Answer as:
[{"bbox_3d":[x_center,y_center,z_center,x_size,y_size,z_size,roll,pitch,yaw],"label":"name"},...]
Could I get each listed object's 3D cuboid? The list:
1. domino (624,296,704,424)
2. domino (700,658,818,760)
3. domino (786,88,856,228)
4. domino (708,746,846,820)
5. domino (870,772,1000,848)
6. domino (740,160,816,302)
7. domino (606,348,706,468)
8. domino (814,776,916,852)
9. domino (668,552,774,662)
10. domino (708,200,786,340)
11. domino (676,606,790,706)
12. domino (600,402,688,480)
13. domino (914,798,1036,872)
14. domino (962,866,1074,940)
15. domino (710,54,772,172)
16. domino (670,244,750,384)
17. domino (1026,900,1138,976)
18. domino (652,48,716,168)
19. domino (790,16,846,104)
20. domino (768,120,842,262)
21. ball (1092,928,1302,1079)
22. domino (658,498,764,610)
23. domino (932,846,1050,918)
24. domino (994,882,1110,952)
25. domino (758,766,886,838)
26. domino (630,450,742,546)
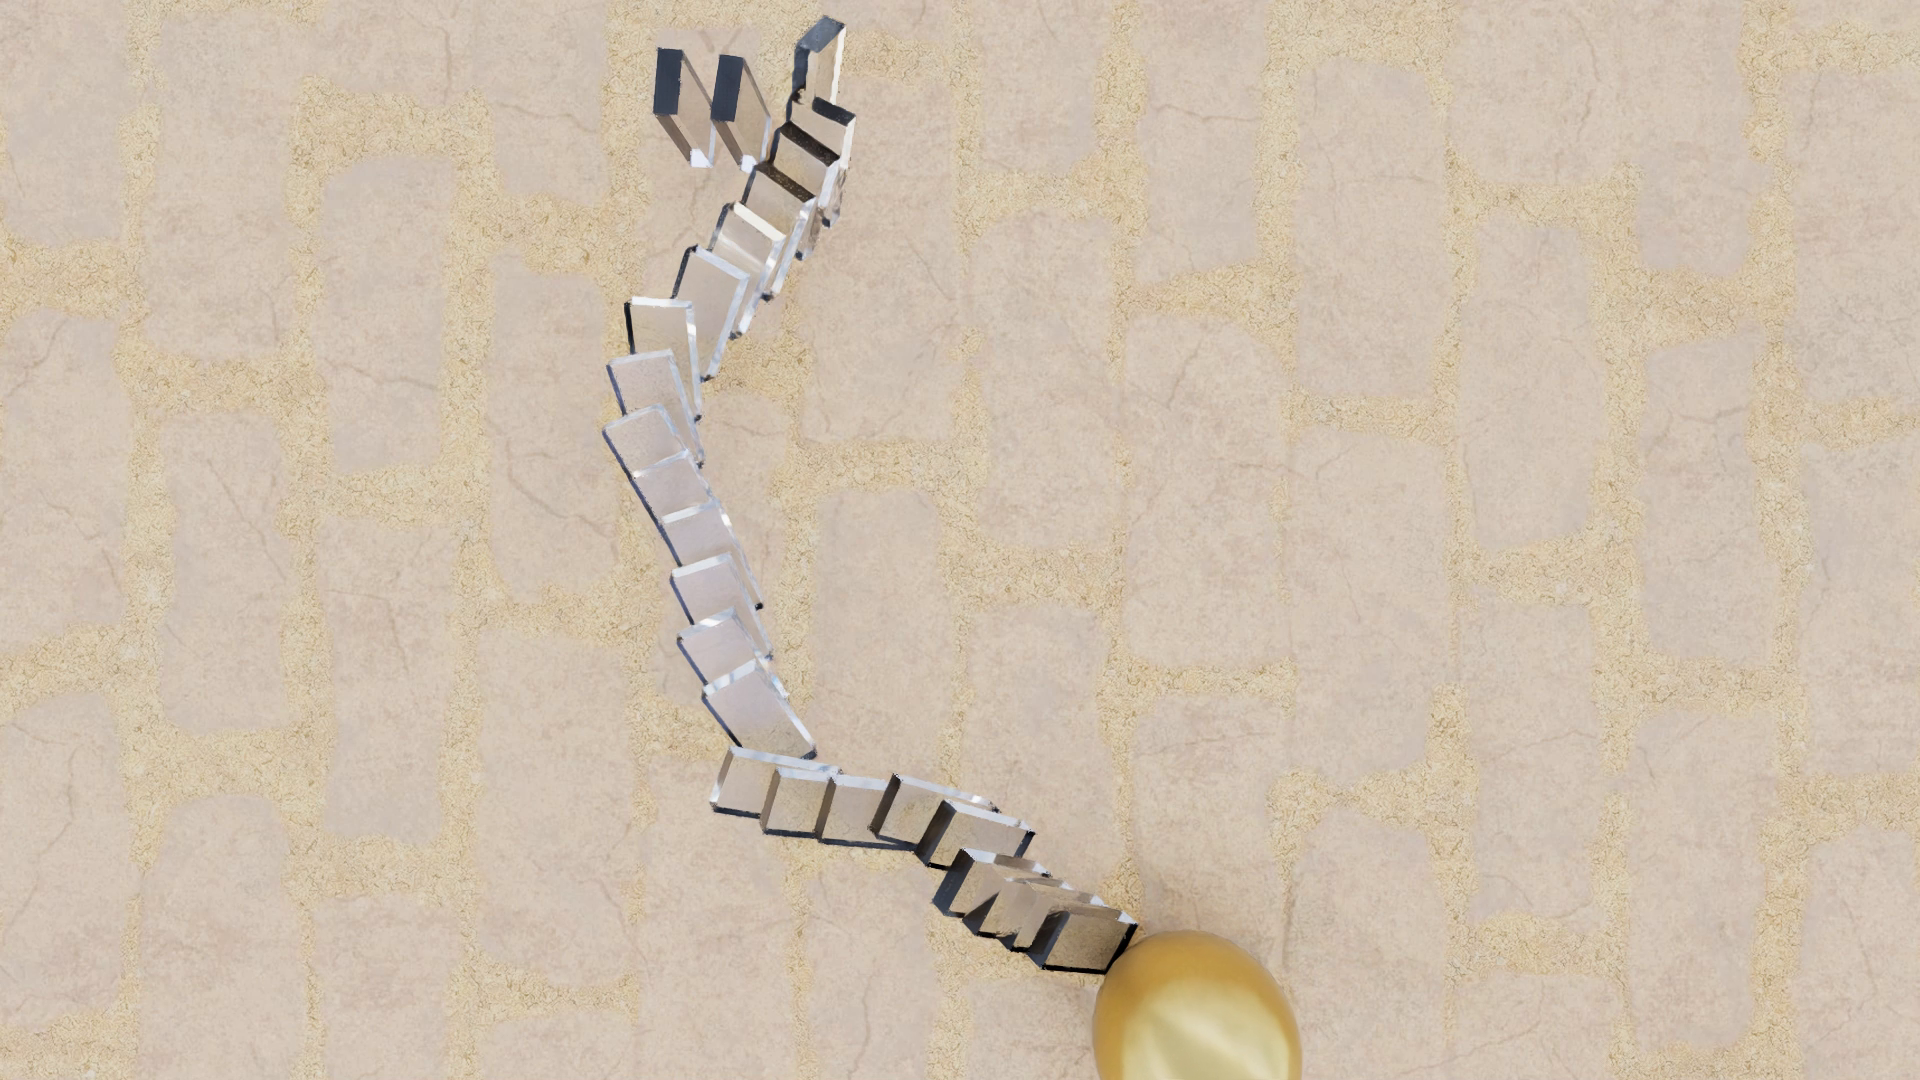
[{"bbox_3d":[-0.123,-0.075,0.383,0.025,0.010,0.050,4,120,1],"label":"domino"},{"bbox_3d":[-0.084,0.077,0.385,0.025,0.010,0.050,-29,115,0],"label":"domino"},{"bbox_3d":[-0.060,-0.156,0.377,0.025,0.050,0.010,25,56,0],"label":"domino"},{"bbox_3d":[-0.076,0.104,0.383,0.050,0.009,0.025,19,95,-27],"label":"domino"},{"bbox_3d":[-0.010,0.117,0.384,0.050,0.010,0.025,24,90,-28],"label":"domino"},{"bbox_3d":[-0.080,-0.127,0.380,0.025,0.009,0.050,36,132,0],"label":"domino"},{"bbox_3d":[-0.126,-0.053,0.383,0.025,0.009,0.050,-9,119,1],"label":"domino"},{"bbox_3d":[-0.033,0.115,0.384,0.050,0.010,0.025,15,93,-27],"label":"domino"},{"bbox_3d":[-0.099,0.032,0.385,0.025,0.009,0.050,-18,116,0],"label":"domino"},{"bbox_3d":[-0.094,-0.111,0.382,0.025,0.010,0.050,36,125,0],"label":"domino"},{"bbox_3d":[-0.095,0.055,0.385,0.025,0.010,0.050,-25,116,0],"label":"domino"},{"bbox_3d":[-0.125,-0.030,0.384,0.025,0.009,0.050,-22,119,1],"label":"domino"},{"bbox_3d":[0.007,0.126,0.380,0.050,0.009,0.025,29,90,-40],"label":"domino"},{"bbox_3d":[0.026,0.152,0.380,0.050,0.009,0.025,29,90,-41],"label":"domino"},{"bbox_3d":[-0.089,-0.173,0.375,0.009,0.050,0.025,9,90,0],"label":"domino"},{"bbox_3d":[-0.108,-0.094,0.383,0.025,0.009,0.050,30,121,0],"label":"domino"},{"bbox_3d":[0.052,0.165,0.380,0.050,0.010,0.025,29,90,-41],"label":"domino"},{"bbox_3d":[-0.112,-0.175,0.375,0.010,0.050,0.025,5,90,0],"label":"domino"},{"bbox_3d":[-0.059,-0.181,0.372,0.010,0.050,0.025,25,56,0],"label":"domino"},{"bbox_3d":[-0.068,-0.142,0.377,0.025,0.050,0.009,35,53,0],"label":"domino"},{"bbox_3d":[0.092,0.196,0.360,0.080,0.080,0.080,0,90,0],"label":"ball"},{"bbox_3d":[-0.103,0.010,0.385,0.025,0.010,0.050,-18,117,0],"label":"domino"},{"bbox_3d":[0.014,0.144,0.380,0.050,0.010,0.025,28,91,-41],"label":"domino"},{"bbox_3d":[0.039,0.158,0.380,0.050,0.009,0.025,29,90,-41],"label":"domino"},{"bbox_3d":[-0.056,0.111,0.383,0.050,0.010,0.025,15,95,-27],"label":"domino"},{"bbox_3d":[-0.114,-0.010,0.384,0.025,0.010,0.050,-22,117,0],"label":"domino"}]
